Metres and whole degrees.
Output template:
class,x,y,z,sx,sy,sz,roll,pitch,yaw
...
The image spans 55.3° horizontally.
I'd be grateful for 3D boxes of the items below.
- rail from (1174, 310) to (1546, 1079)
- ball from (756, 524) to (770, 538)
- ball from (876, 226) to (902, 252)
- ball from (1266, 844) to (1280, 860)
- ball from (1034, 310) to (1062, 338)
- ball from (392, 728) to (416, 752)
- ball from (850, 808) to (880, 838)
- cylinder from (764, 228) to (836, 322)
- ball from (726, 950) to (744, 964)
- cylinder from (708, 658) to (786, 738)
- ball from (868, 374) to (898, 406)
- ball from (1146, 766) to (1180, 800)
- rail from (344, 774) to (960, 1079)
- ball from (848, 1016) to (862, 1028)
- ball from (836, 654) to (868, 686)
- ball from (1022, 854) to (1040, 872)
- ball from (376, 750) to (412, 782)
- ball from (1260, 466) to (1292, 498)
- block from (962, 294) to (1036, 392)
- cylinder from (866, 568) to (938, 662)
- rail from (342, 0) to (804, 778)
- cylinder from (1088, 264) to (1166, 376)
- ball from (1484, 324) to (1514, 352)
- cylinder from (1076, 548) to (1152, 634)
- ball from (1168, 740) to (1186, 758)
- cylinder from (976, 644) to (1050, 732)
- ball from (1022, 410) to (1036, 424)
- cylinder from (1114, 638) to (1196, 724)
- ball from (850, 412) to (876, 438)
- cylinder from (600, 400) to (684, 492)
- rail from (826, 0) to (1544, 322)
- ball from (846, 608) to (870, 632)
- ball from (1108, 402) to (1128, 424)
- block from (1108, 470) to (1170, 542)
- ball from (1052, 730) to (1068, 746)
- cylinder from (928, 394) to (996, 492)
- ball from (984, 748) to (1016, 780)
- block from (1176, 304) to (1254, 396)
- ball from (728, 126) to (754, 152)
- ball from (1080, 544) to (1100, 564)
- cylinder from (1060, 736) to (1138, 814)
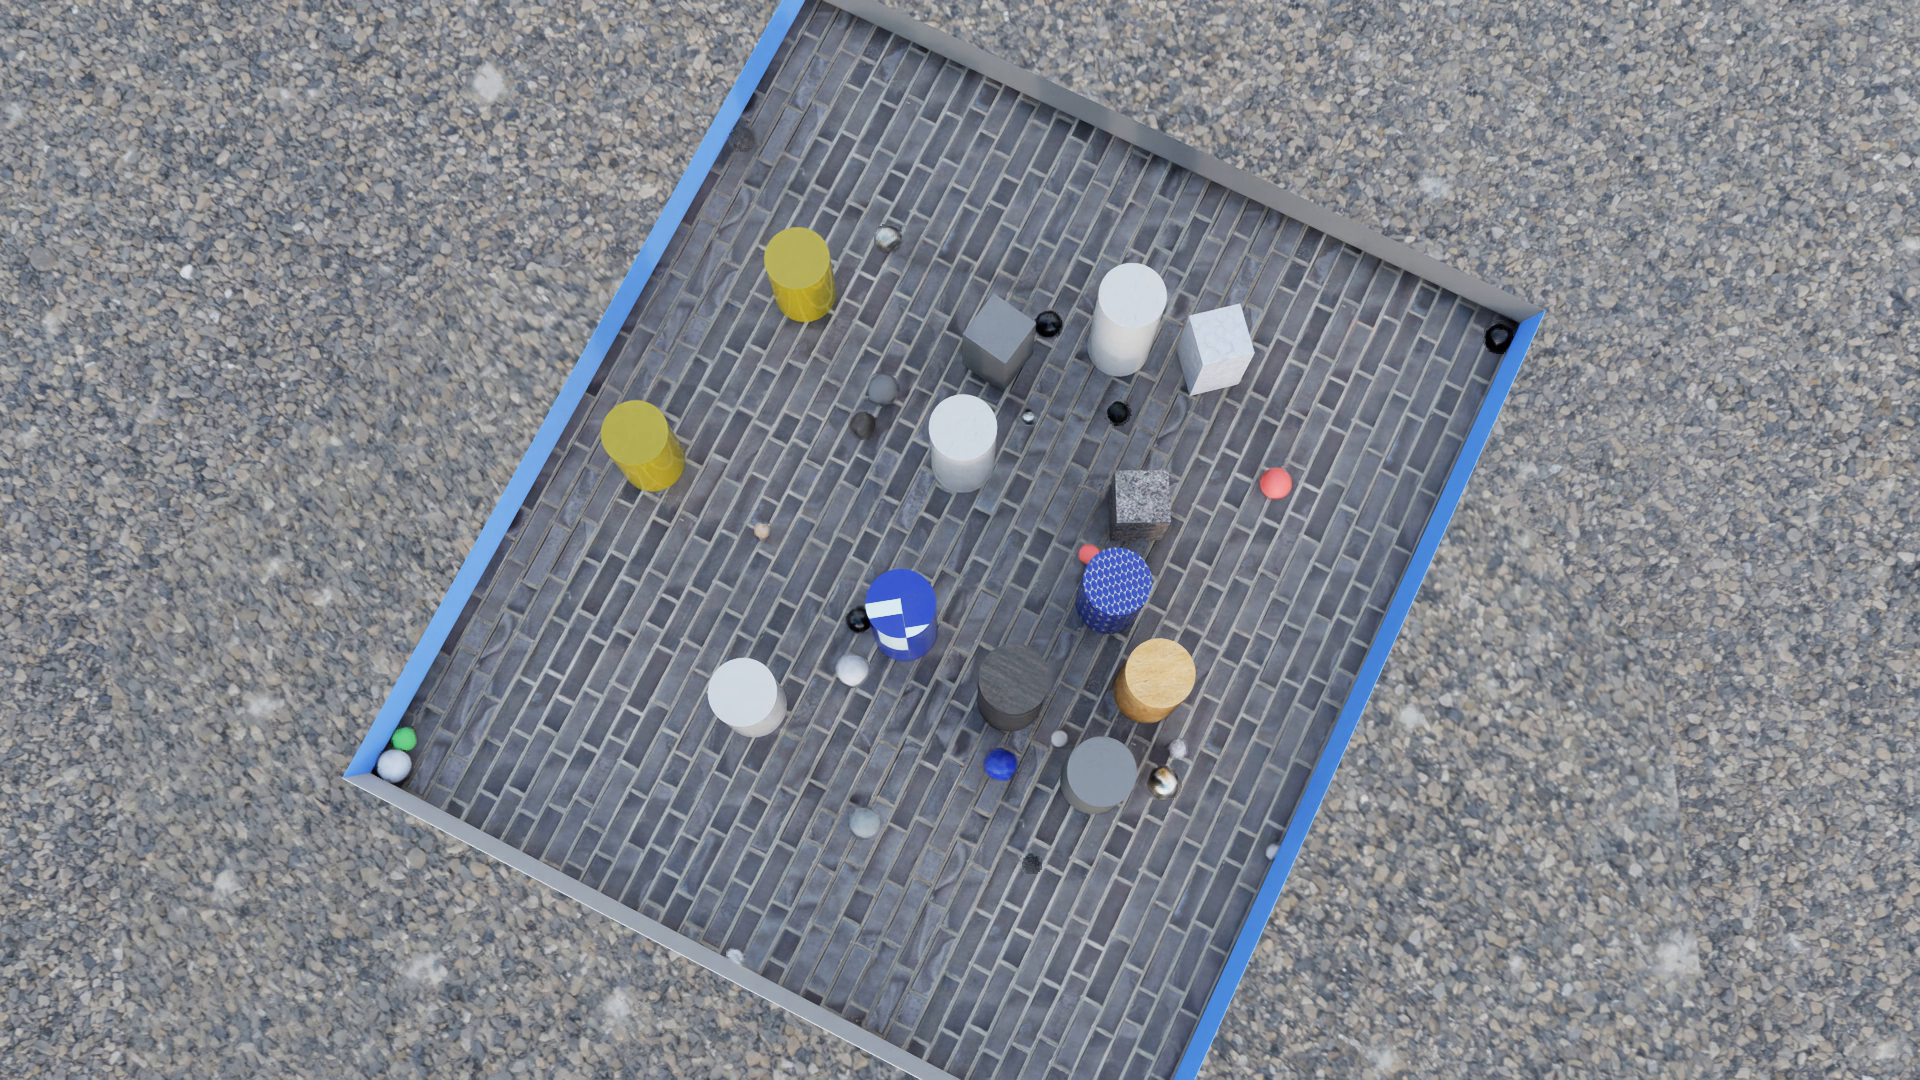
class,x,y,z,sx,sy,sz,roll,pitch,yaw
rail,1.134,0.562,5.434,0.045,0.128,2.892,26,80,5
ball,-0.603,-0.027,5.599,0.046,0.046,0.046,0,78,0
ball,-0.225,-0.949,5.771,0.082,0.082,0.082,0,78,0
ball,0.925,0.920,5.403,0.045,0.045,0.045,0,78,0
ball,0.274,-0.672,5.712,0.085,0.085,0.085,0,78,0
ball,-1.655,0.593,5.457,0.071,0.071,0.071,0,78,0
ball,-0.282,0.832,5.399,0.088,0.088,0.088,0,78,0
cylinder,-0.488,-0.812,5.629,0.197,0.304,0.197,0,78,0
ball,-0.656,1.219,5.338,0.052,0.052,0.052,0,78,0
cylinder,-0.618,0.464,5.361,0.197,0.312,0.197,0,78,0
ball,-0.237,-0.465,5.663,0.097,0.097,0.097,0,78,0
ball,0.602,0.717,5.418,0.097,0.097,0.097,0,78,0
rail,-0.636,1.253,5.291,2.583,0.128,0.045,26,80,5
ball,-0.306,1.402,5.305,0.042,0.042,0.042,0,78,0
ball,-0.325,0.387,5.488,0.096,0.096,0.096,0,78,0
ball,0.209,0.951,5.394,0.051,0.051,0.051,0,78,0
ball,-1.676,0.670,5.428,0.098,0.098,0.098,0,78,0
ball,0.967,-0.175,5.604,0.097,0.097,0.097,0,78,0
block,0.117,-0.597,5.585,0.158,0.305,0.158,36,81,7
cylinder,-0.165,0.224,5.332,0.197,0.466,0.197,0,78,0
rail,-1.134,-0.548,5.664,0.045,0.128,2.892,26,80,5
cylinder,0.497,-0.655,5.507,0.197,0.480,0.197,0,78,0
ball,1.677,-0.629,5.704,0.084,0.084,0.084,0,78,0
cylinder,0.450,0.154,5.405,0.197,0.353,0.197,0,78,0
ball,0.647,0.622,5.461,0.052,0.052,0.052,0,78,0
cylinder,0.149,0.430,5.285,0.197,0.474,0.197,0,78,0
ball,0.211,-0.381,5.674,0.044,0.044,0.044,0,78,0
cylinder,0.561,0.414,5.323,0.197,0.408,0.197,0,78,0
ball,-0.299,-0.356,5.649,0.081,0.081,0.081,0,78,0
cylinder,-0.949,-0.279,5.504,0.197,0.333,0.197,0,78,0
rail,0.636,-1.239,5.807,2.583,0.128,0.045,26,80,5
ball,-0.304,0.242,5.528,0.075,0.075,0.075,0,78,0
ball,0.488,-0.393,5.664,0.067,0.067,0.067,0,78,0
block,0.536,-0.102,5.504,0.158,0.262,0.158,-1,78,0
ball,0.298,0.592,5.468,0.050,0.050,0.050,0,78,0
cylinder,0.009,-0.283,5.468,0.197,0.407,0.197,0,78,0
ball,0.119,0.664,5.431,0.095,0.095,0.095,0,78,0
block,0.773,-0.575,5.571,0.158,0.323,0.158,-14,79,-3
ball,-0.695,-1.276,5.839,0.082,0.082,0.082,0,78,0
ball,0.394,0.044,5.575,0.063,0.063,0.063,0,78,0
cylinder,0.397,0.683,5.295,0.197,0.353,0.197,0,78,0
